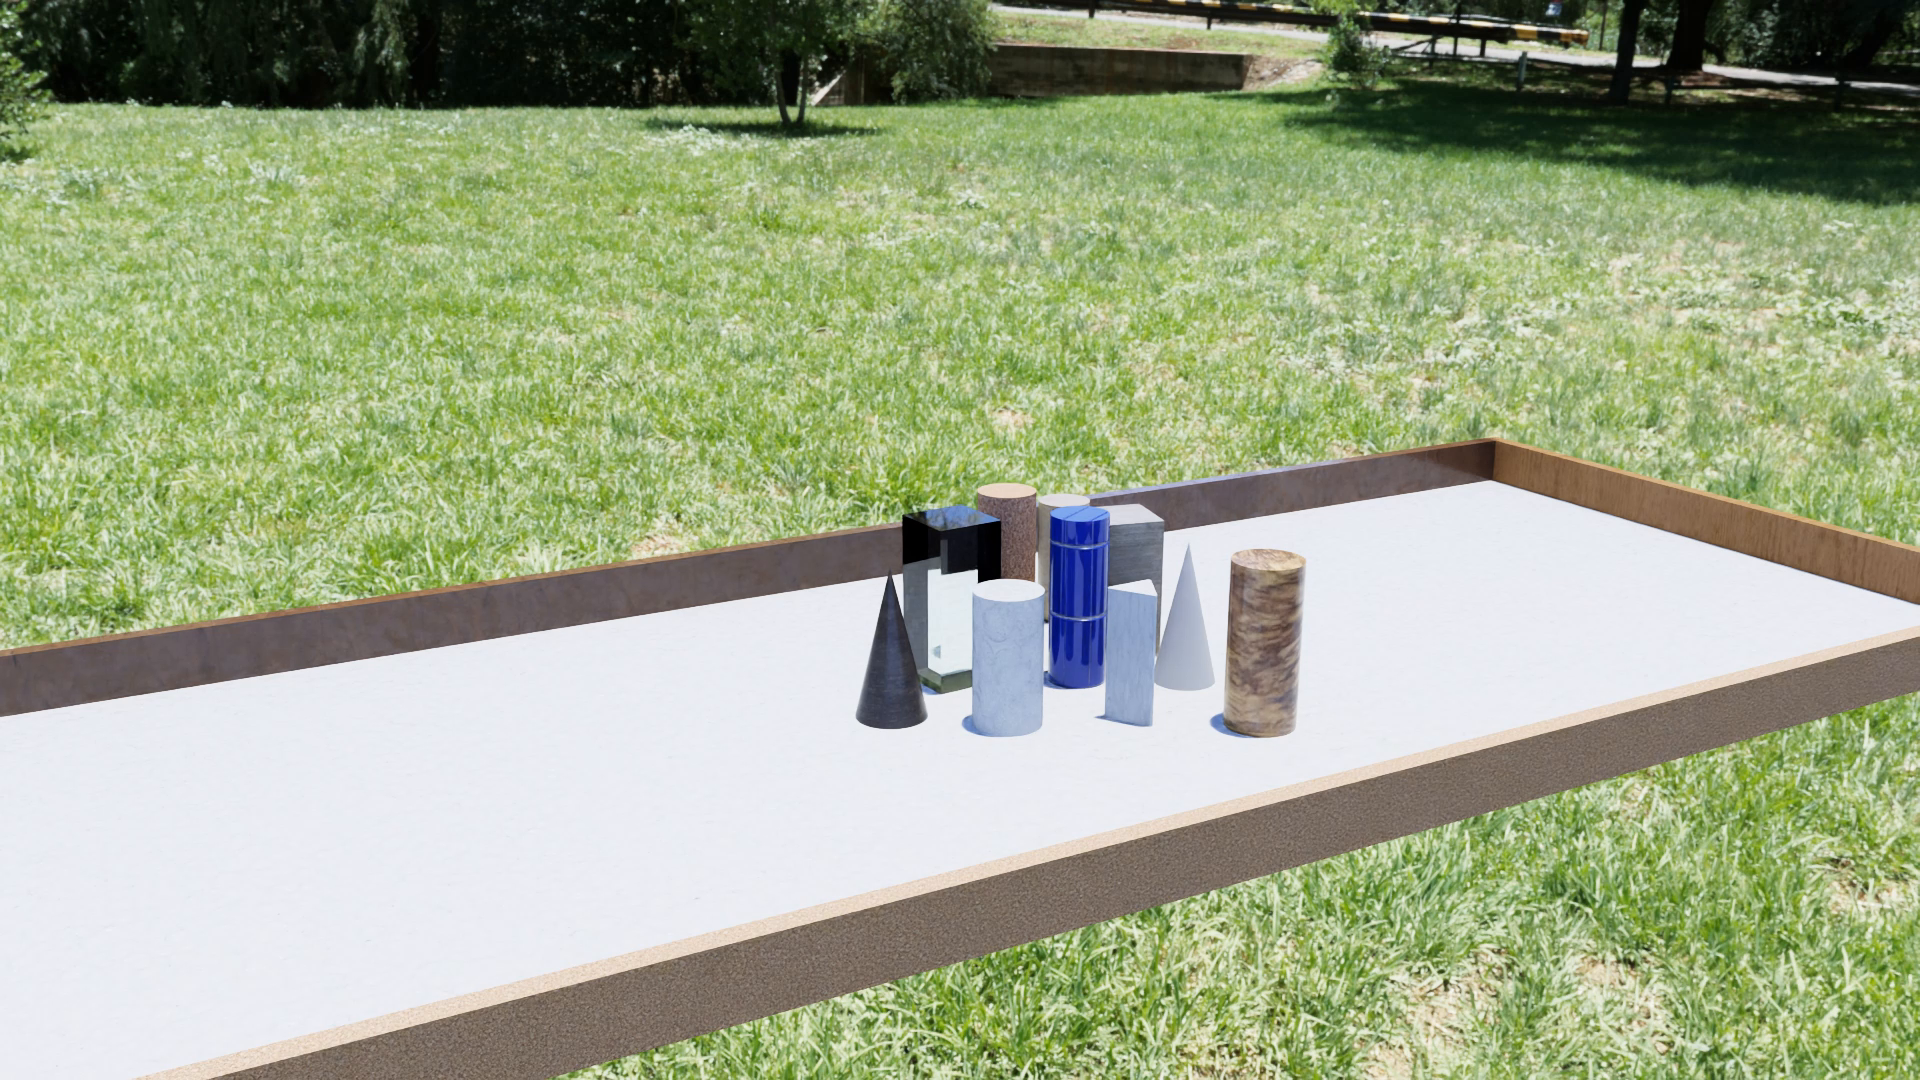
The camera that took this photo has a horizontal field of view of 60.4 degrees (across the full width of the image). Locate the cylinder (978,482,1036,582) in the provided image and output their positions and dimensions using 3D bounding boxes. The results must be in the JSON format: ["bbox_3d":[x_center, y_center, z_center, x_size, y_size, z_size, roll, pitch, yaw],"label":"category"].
[{"bbox_3d":[0.122,0.074,4.350,0.154,0.424,0.154,0,16,0],"label":"cylinder"}]

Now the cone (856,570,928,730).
[{"bbox_3d":[-0.163,0.240,3.881,0.174,0.370,0.174,0,16,0],"label":"cone"}]

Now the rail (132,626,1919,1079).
[{"bbox_3d":[-2.336,1.006,1.665,12.000,0.150,0.050,-9,18,-27],"label":"rail"}]

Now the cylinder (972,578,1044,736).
[{"bbox_3d":[0.112,0.273,3.841,0.167,0.330,0.167,0,16,0],"label":"cylinder"}]

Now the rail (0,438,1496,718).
[{"bbox_3d":[-3.305,0.497,3.399,12.000,0.150,0.050,-9,18,-27],"label":"rail"}]

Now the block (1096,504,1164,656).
[{"bbox_3d":[0.416,0.111,4.325,0.174,0.368,0.174,-4,17,-15],"label":"block"}]

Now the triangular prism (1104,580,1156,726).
[{"bbox_3d":[0.422,0.261,3.893,0.121,0.323,0.105,9,19,28],"label":"triangular prism"}]

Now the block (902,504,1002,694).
[{"bbox_3d":[-0.021,0.145,4.117,0.177,0.419,0.177,-10,19,-32],"label":"block"}]

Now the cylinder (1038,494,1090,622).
[{"bbox_3d":[0.287,0.052,4.583,0.141,0.336,0.141,0,16,0],"label":"cylinder"}]

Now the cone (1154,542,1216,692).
[{"bbox_3d":[0.563,0.177,4.108,0.160,0.363,0.160,0,16,0],"label":"cone"}]

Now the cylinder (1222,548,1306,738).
[{"bbox_3d":[0.705,0.238,3.828,0.171,0.404,0.171,0,16,0],"label":"cylinder"}]

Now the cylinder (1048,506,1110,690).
[{"bbox_3d":[0.295,0.142,4.104,0.147,0.432,0.147,0,16,0],"label":"cylinder"}]

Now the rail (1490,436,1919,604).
[{"bbox_3d":[2.466,-0.048,5.253,0.050,0.150,2.100,-9,18,-27],"label":"rail"}]
